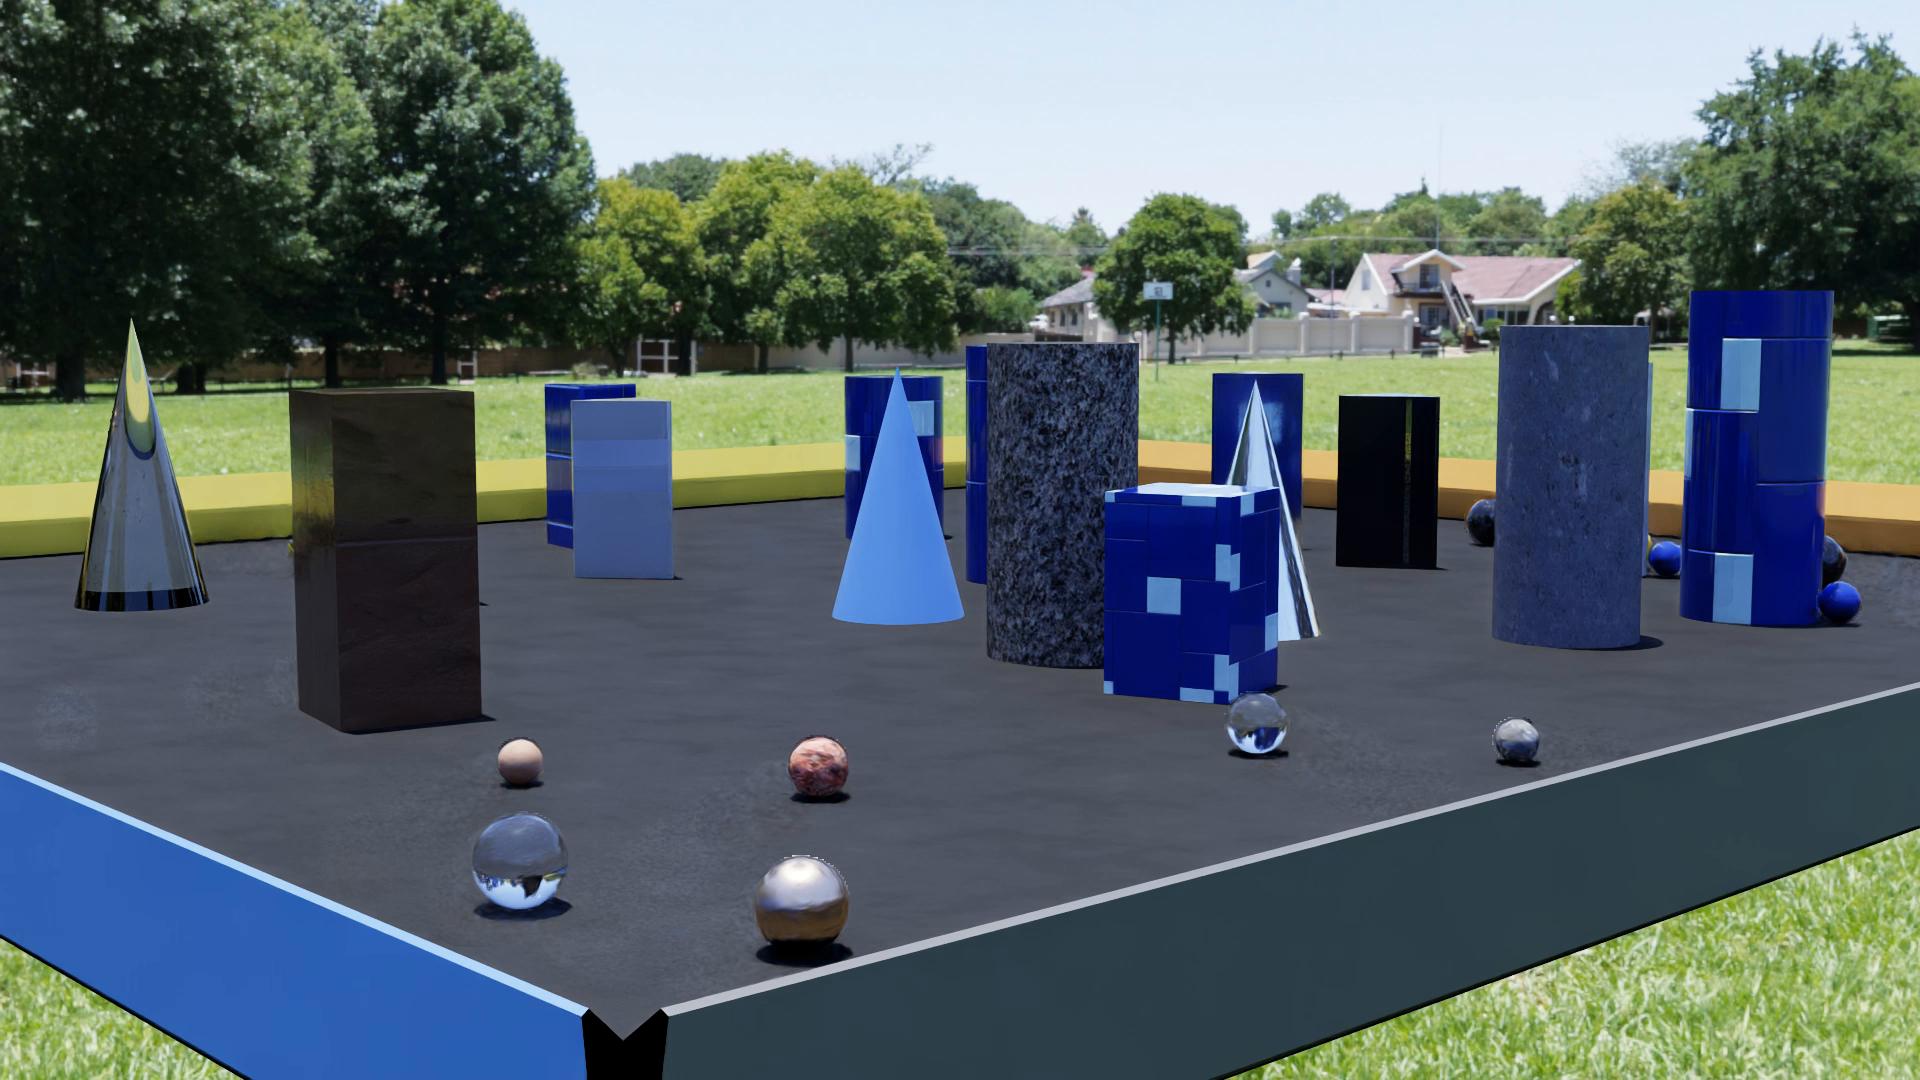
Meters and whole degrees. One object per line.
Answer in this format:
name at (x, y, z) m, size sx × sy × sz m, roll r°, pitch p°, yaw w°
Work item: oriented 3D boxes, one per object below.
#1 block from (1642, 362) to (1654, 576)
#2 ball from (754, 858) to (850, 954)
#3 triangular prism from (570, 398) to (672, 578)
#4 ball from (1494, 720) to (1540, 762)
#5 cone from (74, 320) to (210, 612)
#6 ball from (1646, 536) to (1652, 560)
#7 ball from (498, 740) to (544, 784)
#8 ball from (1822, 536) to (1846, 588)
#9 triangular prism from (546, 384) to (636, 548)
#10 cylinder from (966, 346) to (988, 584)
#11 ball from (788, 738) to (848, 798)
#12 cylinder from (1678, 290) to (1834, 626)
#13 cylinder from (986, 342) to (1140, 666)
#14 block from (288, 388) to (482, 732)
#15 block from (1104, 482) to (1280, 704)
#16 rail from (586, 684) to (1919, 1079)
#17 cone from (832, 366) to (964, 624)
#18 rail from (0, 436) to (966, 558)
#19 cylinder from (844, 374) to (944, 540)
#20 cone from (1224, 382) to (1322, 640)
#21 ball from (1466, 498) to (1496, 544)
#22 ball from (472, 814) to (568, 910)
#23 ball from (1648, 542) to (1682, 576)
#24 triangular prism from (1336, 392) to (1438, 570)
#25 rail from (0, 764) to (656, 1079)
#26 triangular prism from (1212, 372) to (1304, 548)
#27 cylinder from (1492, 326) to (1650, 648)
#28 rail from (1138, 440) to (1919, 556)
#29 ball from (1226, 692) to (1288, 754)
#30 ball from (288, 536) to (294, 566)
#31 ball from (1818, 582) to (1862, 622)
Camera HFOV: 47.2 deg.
block at (1.049, -0.122, 3.711) m, size 0.155 × 0.357 × 0.155 m, roll -3°, pitch 6°, yaw -23°
ball at (-0.110, 0.254, 1.524) m, size 0.066 × 0.066 × 0.066 m, roll 0°, pitch 6°, yaw 0°
triangular prism at (-0.551, -0.091, 3.714) m, size 0.168 × 0.294 × 0.146 m, roll 1°, pitch 6°, yaw 8°
ball at (0.549, 0.198, 2.166) m, size 0.043 × 0.043 × 0.043 m, roll 0°, pitch 6°, yaw 0°
cone at (-1.244, -0.119, 3.323) m, size 0.194 × 0.432 × 0.194 m, roll 0°, pitch 6°, yaw 0°
ball at (1.150, 0.010, 3.787) m, size 0.079 × 0.079 × 0.079 m, roll 0°, pitch 6°, yaw 0°
ball at (-0.413, 0.209, 2.067) m, size 0.042 × 0.042 × 0.042 m, roll 0°, pitch 6°, yaw 0°
ball at (1.354, 0.035, 3.483) m, size 0.092 × 0.092 × 0.092 m, roll 0°, pitch 6°, yaw 0°
triangular prism at (-0.679, -0.142, 4.155) m, size 0.146 × 0.304 × 0.168 m, roll -4°, pitch 7°, yaw -33°
cylinder at (0.106, -0.127, 3.620) m, size 0.194 × 0.385 × 0.194 m, roll 0°, pitch 6°, yaw 0°
ball at (-0.129, 0.208, 2.012) m, size 0.055 × 0.055 × 0.055 m, roll 0°, pitch 6°, yaw 0°
cylinder at (1.147, -0.122, 3.171) m, size 0.194 × 0.470 × 0.194 m, roll 0°, pitch 6°, yaw 0°
cylinder at (0.131, -0.052, 2.825) m, size 0.194 × 0.402 × 0.194 m, roll 0°, pitch 6°, yaw 0°
block at (-0.631, 0.015, 2.412) m, size 0.155 × 0.356 × 0.155 m, roll -4°, pitch 7°, yaw -32°
block at (0.273, 0.058, 2.578) m, size 0.155 × 0.235 × 0.155 m, roll 3°, pitch 7°, yaw 29°
rail at (1.088, 0.156, 2.159) m, size 3.425 × 0.126 × 0.045 m, roll -5°, pitch 8°, yaw -42°
cone at (-0.090, -0.072, 3.194) m, size 0.194 × 0.364 × 0.194 m, roll 0°, pitch 6°, yaw 0°
rail at (-1.088, -0.090, 4.505) m, size 3.425 × 0.126 × 0.045 m, roll -5°, pitch 8°, yaw -42°
cylinder at (-0.129, -0.163, 4.305) m, size 0.194 × 0.314 × 0.194 m, roll 0°, pitch 6°, yaw 0°
cone at (0.406, -0.047, 3.039) m, size 0.194 × 0.349 × 0.194 m, roll 0°, pitch 6°, yaw 0°
ball at (1.006, -0.035, 4.172) m, size 0.088 × 0.088 × 0.088 m, roll 0°, pitch 6°, yaw 0°
ball at (-0.328, 0.239, 1.637) m, size 0.071 × 0.071 × 0.071 m, roll 0°, pitch 6°, yaw 0°
ball at (1.179, 0.031, 3.667) m, size 0.058 × 0.058 × 0.058 m, roll 0°, pitch 6°, yaw 0°
triangular prism at (0.757, -0.107, 3.858) m, size 0.168 × 0.296 × 0.146 m, roll 2°, pitch 6°, yaw 16°
rail at (-1.241, 0.152, 2.193) m, size 0.045 × 0.126 × 3.258 m, roll -5°, pitch 8°, yaw -42°
triangular prism at (0.553, -0.153, 4.154) m, size 0.168 × 0.326 × 0.146 m, roll 0°, pitch 6°, yaw 0°
cylinder at (0.824, -0.077, 2.971) m, size 0.194 × 0.422 × 0.194 m, roll 0°, pitch 6°, yaw 0°
rail at (1.241, -0.087, 4.471) m, size 0.045 × 0.126 × 3.258 m, roll -5°, pitch 8°, yaw -42°
ball at (0.298, 0.184, 2.210) m, size 0.061 × 0.061 × 0.061 m, roll 0°, pitch 6°, yaw 0°
ball at (-1.089, 0.018, 3.700) m, size 0.081 × 0.081 × 0.081 m, roll 0°, pitch 6°, yaw 0°
ball at (1.247, 0.088, 3.117) m, size 0.057 × 0.057 × 0.057 m, roll 0°, pitch 6°, yaw 0°
